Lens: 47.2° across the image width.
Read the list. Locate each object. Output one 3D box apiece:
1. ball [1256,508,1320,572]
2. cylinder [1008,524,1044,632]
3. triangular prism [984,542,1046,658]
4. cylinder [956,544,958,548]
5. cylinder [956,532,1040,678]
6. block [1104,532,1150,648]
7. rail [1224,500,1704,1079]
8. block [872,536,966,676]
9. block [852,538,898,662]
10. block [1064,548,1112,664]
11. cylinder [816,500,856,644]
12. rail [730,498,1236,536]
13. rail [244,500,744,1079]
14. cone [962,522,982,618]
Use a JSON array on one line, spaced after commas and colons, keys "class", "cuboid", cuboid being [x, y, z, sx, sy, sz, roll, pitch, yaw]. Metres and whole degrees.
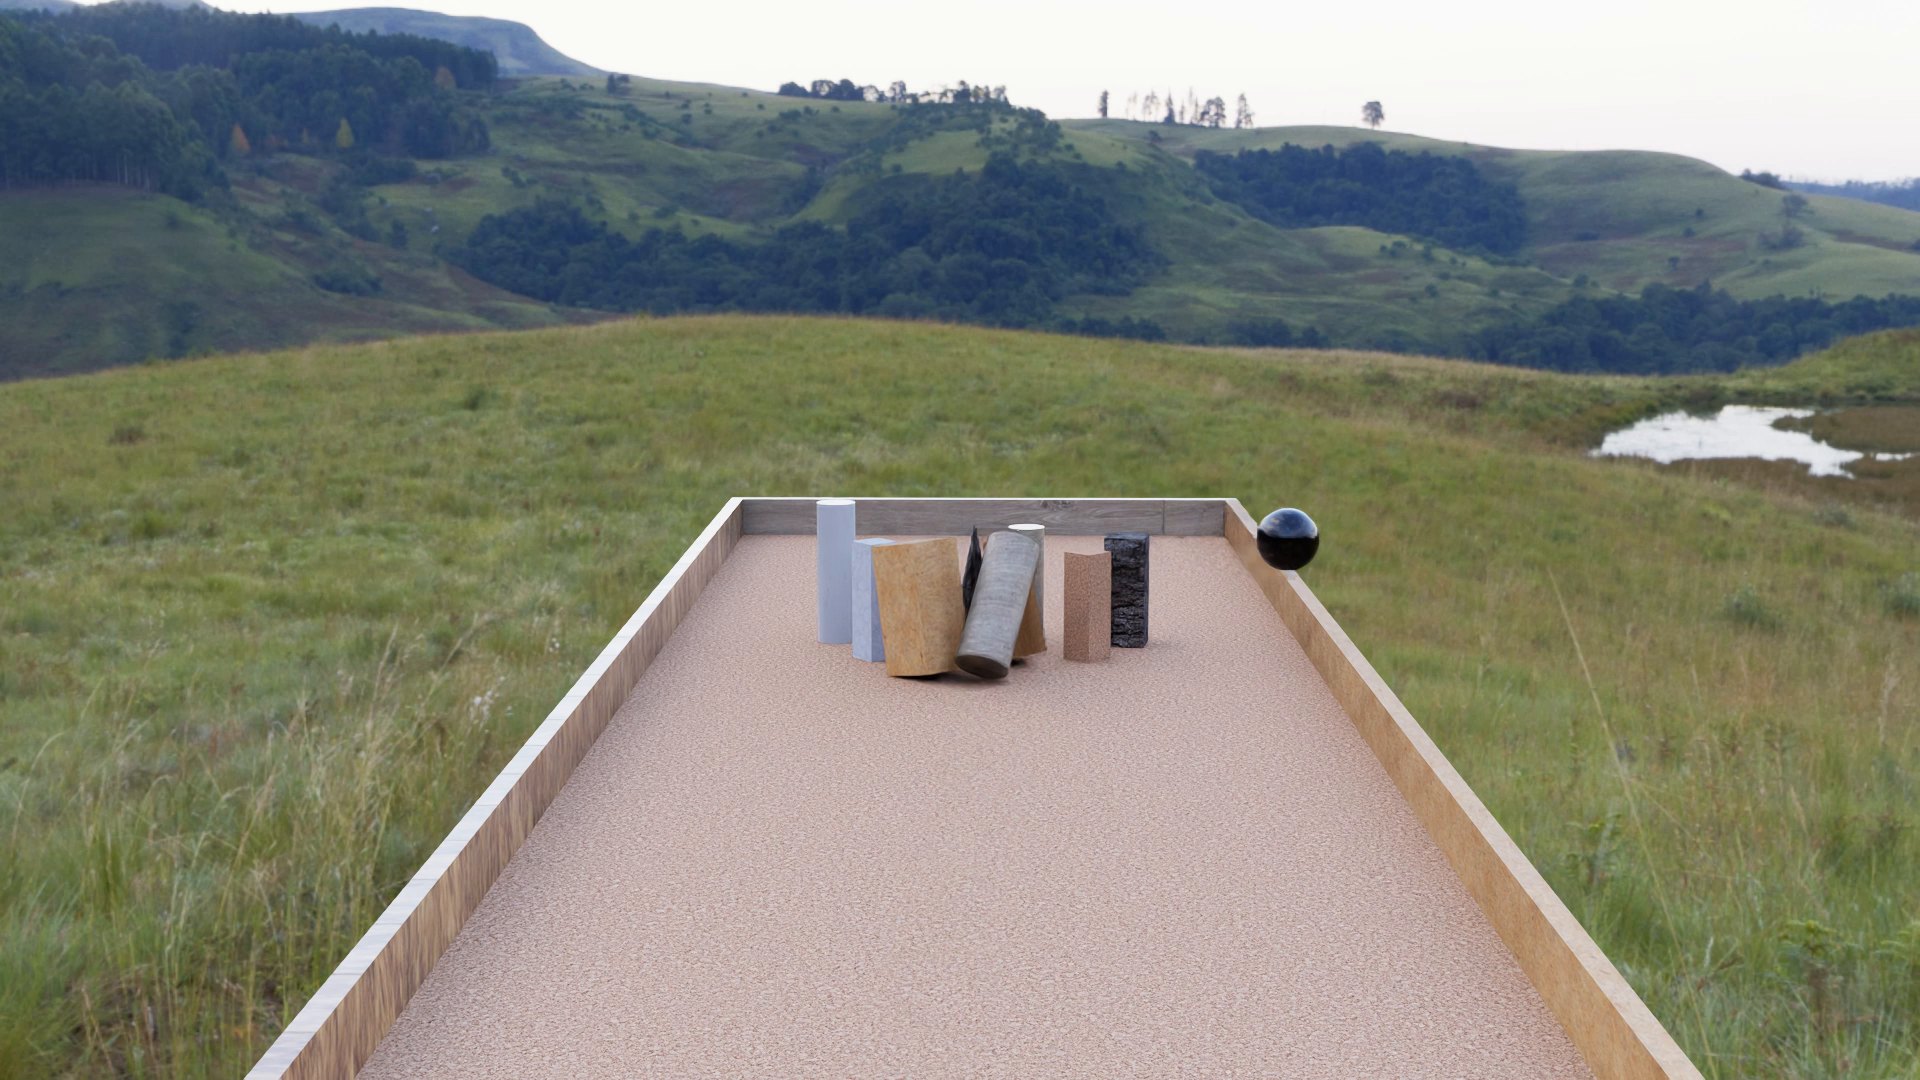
[{"class": "ball", "cuboid": [1.087, -0.001, 7.293, 0.210, 0.210, 0.210, 0, 9, 0]}, {"class": "cylinder", "cuboid": [0.209, 0.139, 6.957, 0.114, 0.367, 0.114, 0, 9, 0]}, {"class": "triangular prism", "cuboid": [0.140, 0.179, 6.678, 0.134, 0.360, 0.116, -11, -2, -32]}, {"class": "cylinder", "cuboid": [-0.066, 0.170, 6.948, 0.115, 0.310, 0.115, 0, 9, 0]}, {"class": "cylinder", "cuboid": [0.112, 0.191, 6.466, 0.158, 0.407, 0.158, 13, -25, 6]}, {"class": "block", "cuboid": [0.523, 0.157, 6.918, 0.127, 0.344, 0.127, 2, 9, 12]}, {"class": "rail", "cuboid": [1.046, 0.843, 3.208, 0.050, 0.150, 12.000, 0, 9, 1]}, {"class": "block", "cuboid": [-0.113, 0.196, 6.470, 0.176, 0.383, 0.176, -9, 3, -44]}, {"class": "block", "cuboid": [-0.258, 0.182, 6.707, 0.101, 0.361, 0.101, -7, 11, -37]}, {"class": "block", "cuboid": [0.388, 0.199, 6.693, 0.101, 0.332, 0.101, 9, 12, 43]}, {"class": "cylinder", "cuboid": [-0.391, 0.100, 6.963, 0.122, 0.443, 0.122, 0, 9, 0]}, {"class": "rail", "cuboid": [0.099, -0.098, 9.147, 2.100, 0.150, 0.050, 0, 9, 1]}, {"class": "rail", "cuboid": [-1.004, 0.839, 3.234, 0.050, 0.150, 12.000, 0, 9, 1]}, {"class": "cone", "cuboid": [0.045, 0.155, 6.665, 0.169, 0.427, 0.169, 0, 9, 0]}]
